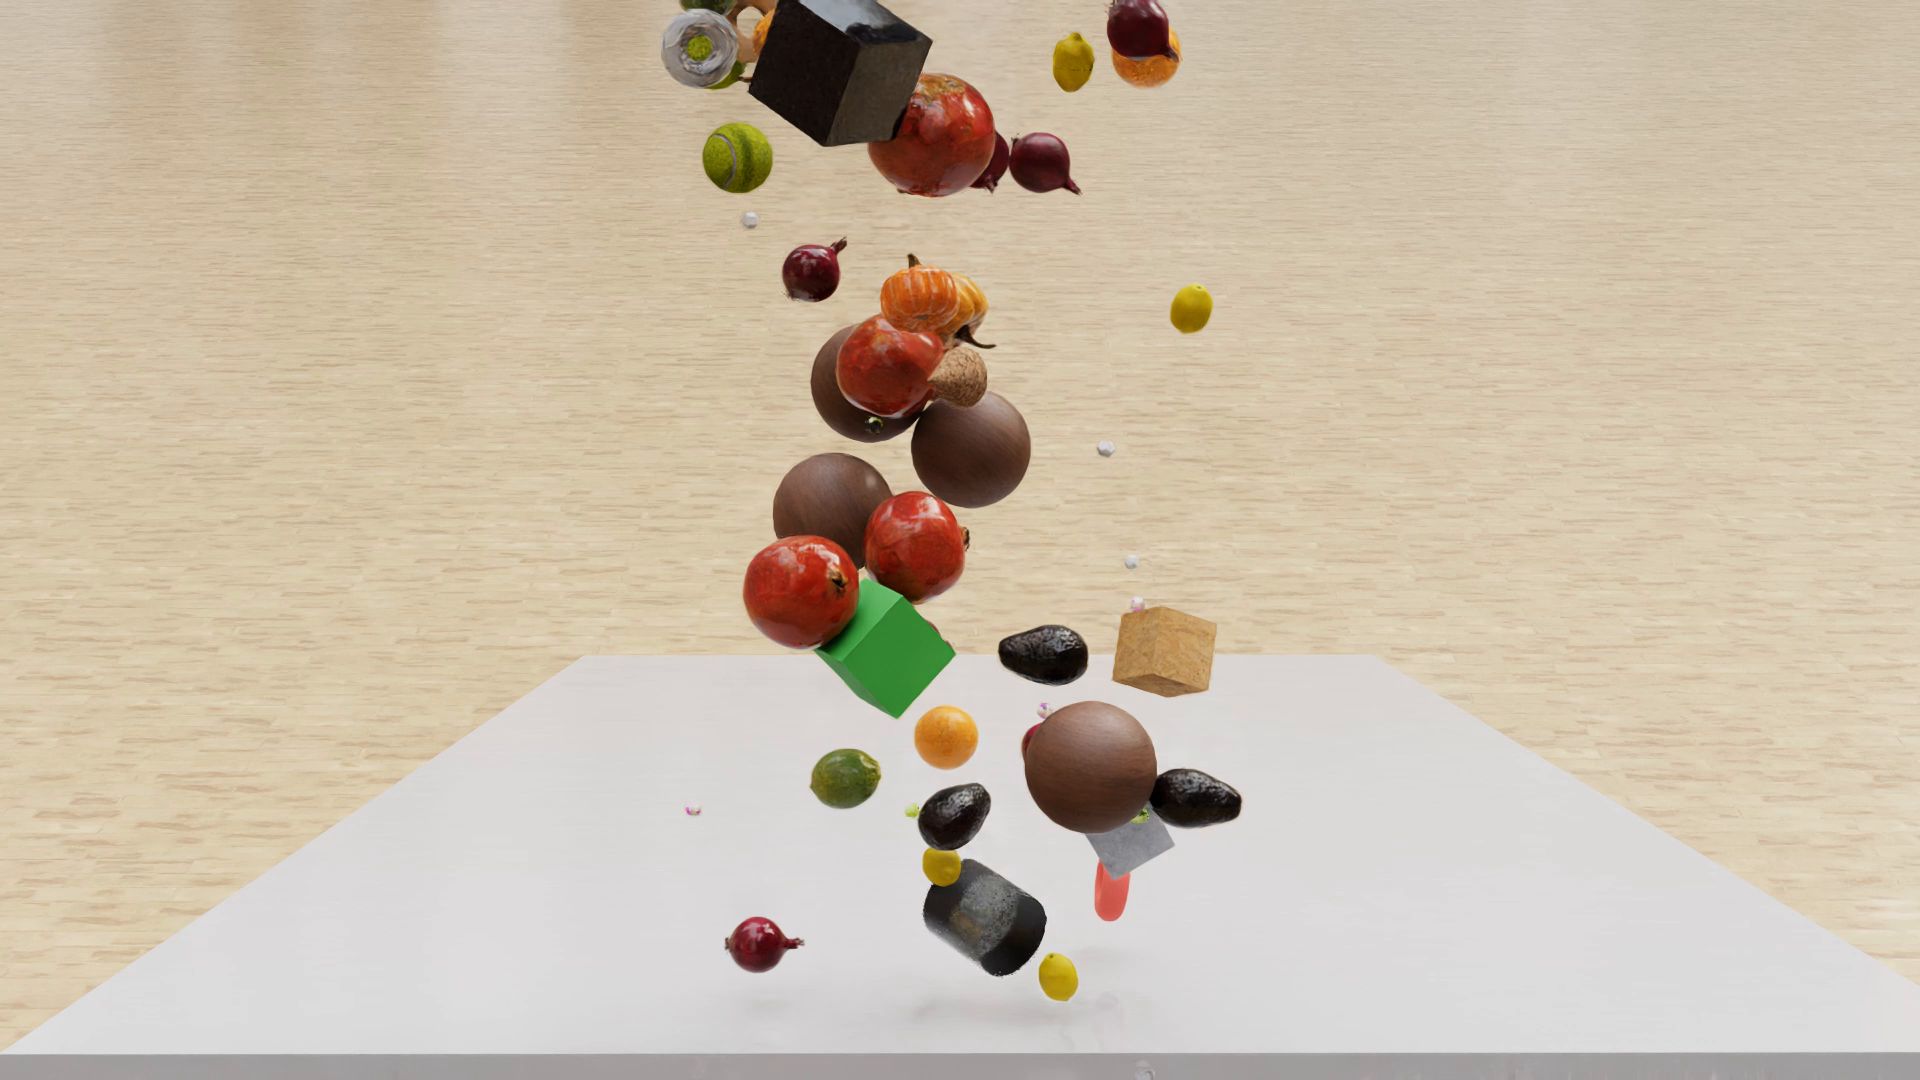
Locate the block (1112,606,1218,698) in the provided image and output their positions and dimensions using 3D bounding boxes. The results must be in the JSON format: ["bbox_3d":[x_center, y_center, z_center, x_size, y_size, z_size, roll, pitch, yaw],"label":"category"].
[{"bbox_3d":[0.210,0.115,2.645,0.072,0.072,0.072,18,-18,-28],"label":"block"}]

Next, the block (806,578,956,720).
[{"bbox_3d":[-0.080,0.108,2.578,0.089,0.089,0.089,-47,27,-11],"label":"block"}]

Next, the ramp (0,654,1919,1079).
[{"bbox_3d":[0.050,0.449,4.532,2.000,0.100,4.000,0,3,0],"label":"ramp"}]

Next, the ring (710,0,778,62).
[{"bbox_3d":[-0.211,-0.522,2.585,0.084,0.084,0.028,-10,0,-25],"label":"ring"}]

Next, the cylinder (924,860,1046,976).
[{"bbox_3d":[0.026,0.397,2.705,0.092,0.092,0.092,-17,31,-36],"label":"cylinder"}]

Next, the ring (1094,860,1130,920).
[{"bbox_3d":[0.176,0.393,2.965,0.031,0.093,0.093,8,21,-4],"label":"ring"}]

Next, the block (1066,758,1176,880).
[{"bbox_3d":[0.171,0.298,2.746,0.076,0.076,0.076,-30,29,2],"label":"block"}]

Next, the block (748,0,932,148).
[{"bbox_3d":[-0.102,-0.400,2.171,0.095,0.095,0.095,38,32,25],"label":"block"}]

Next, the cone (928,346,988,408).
[{"bbox_3d":[-0.014,-0.145,2.312,0.056,0.056,0.056,14,14,32],"label":"cone"}]
